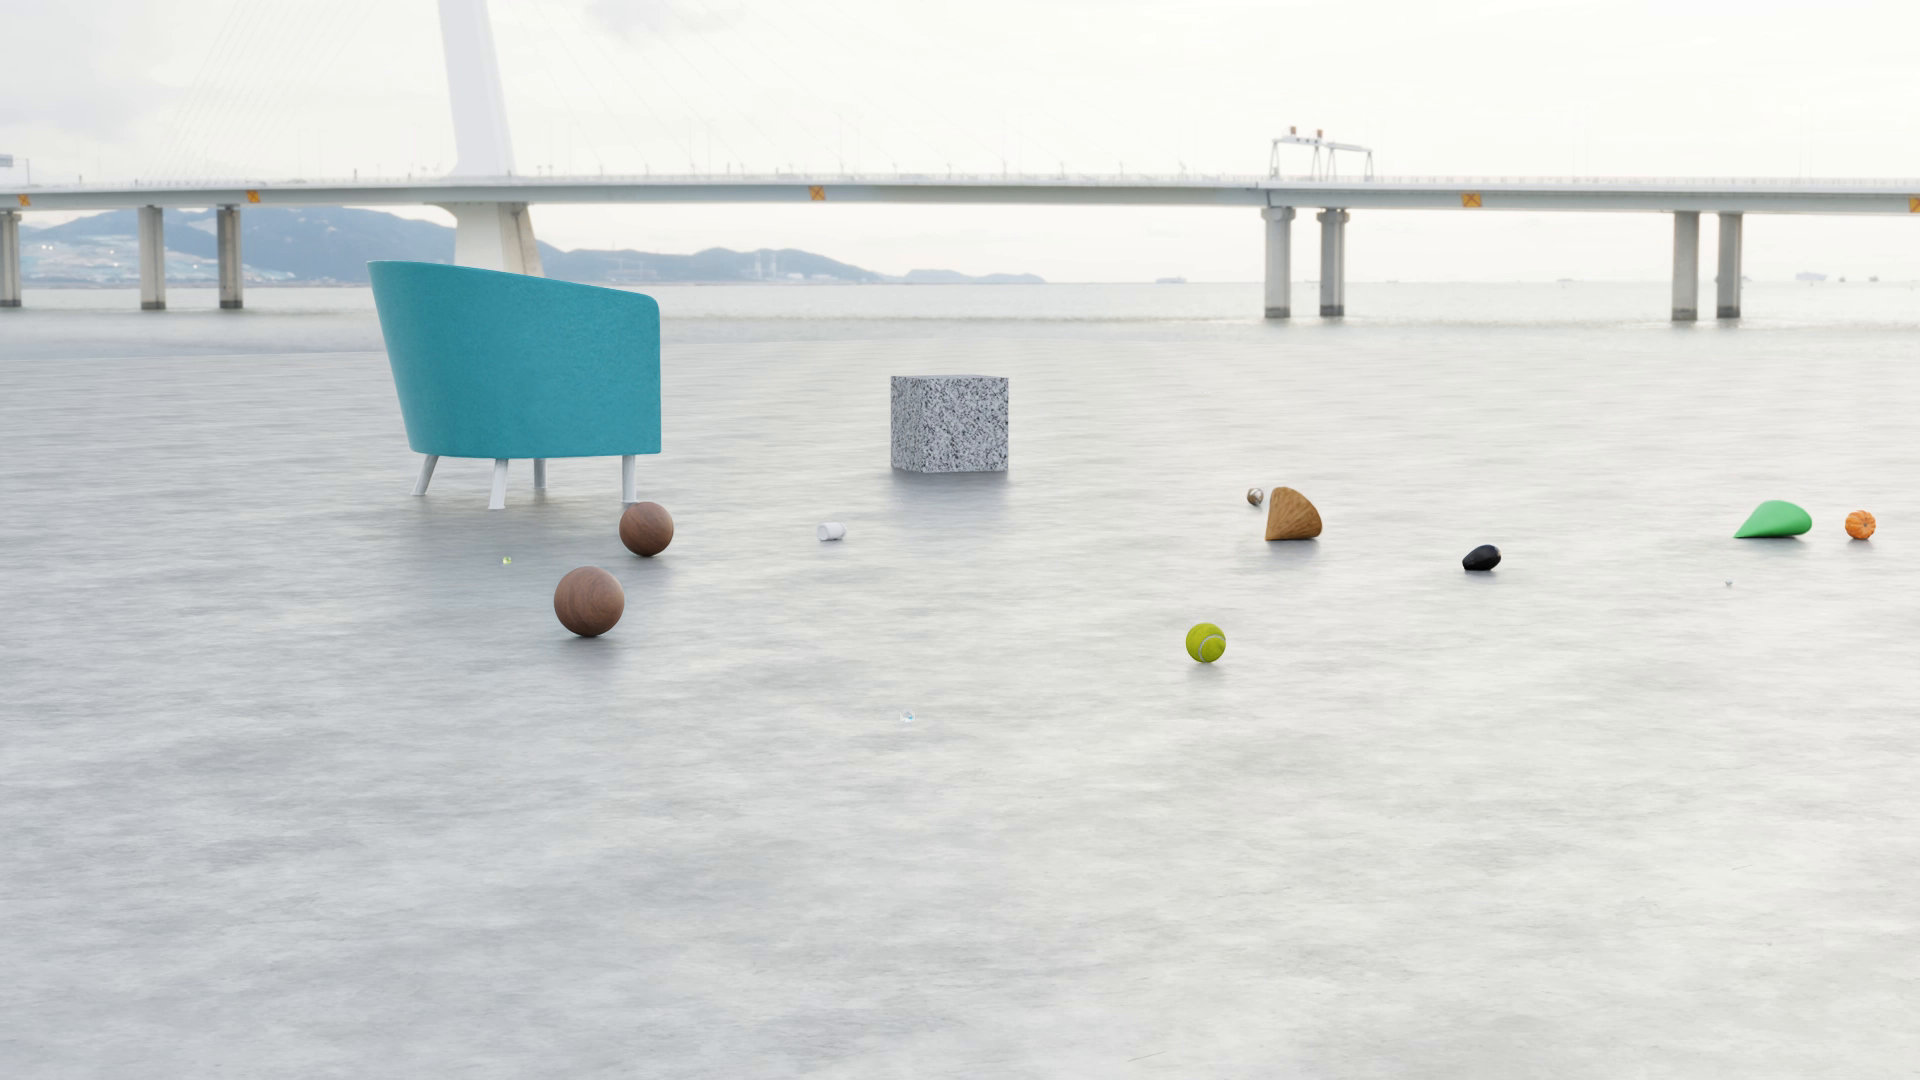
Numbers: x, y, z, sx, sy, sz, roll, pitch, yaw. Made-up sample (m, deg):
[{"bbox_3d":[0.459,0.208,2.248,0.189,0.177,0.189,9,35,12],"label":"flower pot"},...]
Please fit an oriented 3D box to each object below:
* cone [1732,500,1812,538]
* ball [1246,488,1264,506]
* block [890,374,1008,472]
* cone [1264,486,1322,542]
[{"bbox_3d":[2.018,-0.031,6.489,0.173,0.094,0.205,-19,13,-22],"label":"cone"},{"bbox_3d":[0.850,-0.126,7.386,0.052,0.052,0.052,0,6,0],"label":"ball"},{"bbox_3d":[-0.037,-0.402,8.784,0.311,0.314,0.310,-2,6,-22],"label":"block"},{"bbox_3d":[0.801,-0.034,6.412,0.163,0.149,0.130,40,60,18],"label":"cone"}]
